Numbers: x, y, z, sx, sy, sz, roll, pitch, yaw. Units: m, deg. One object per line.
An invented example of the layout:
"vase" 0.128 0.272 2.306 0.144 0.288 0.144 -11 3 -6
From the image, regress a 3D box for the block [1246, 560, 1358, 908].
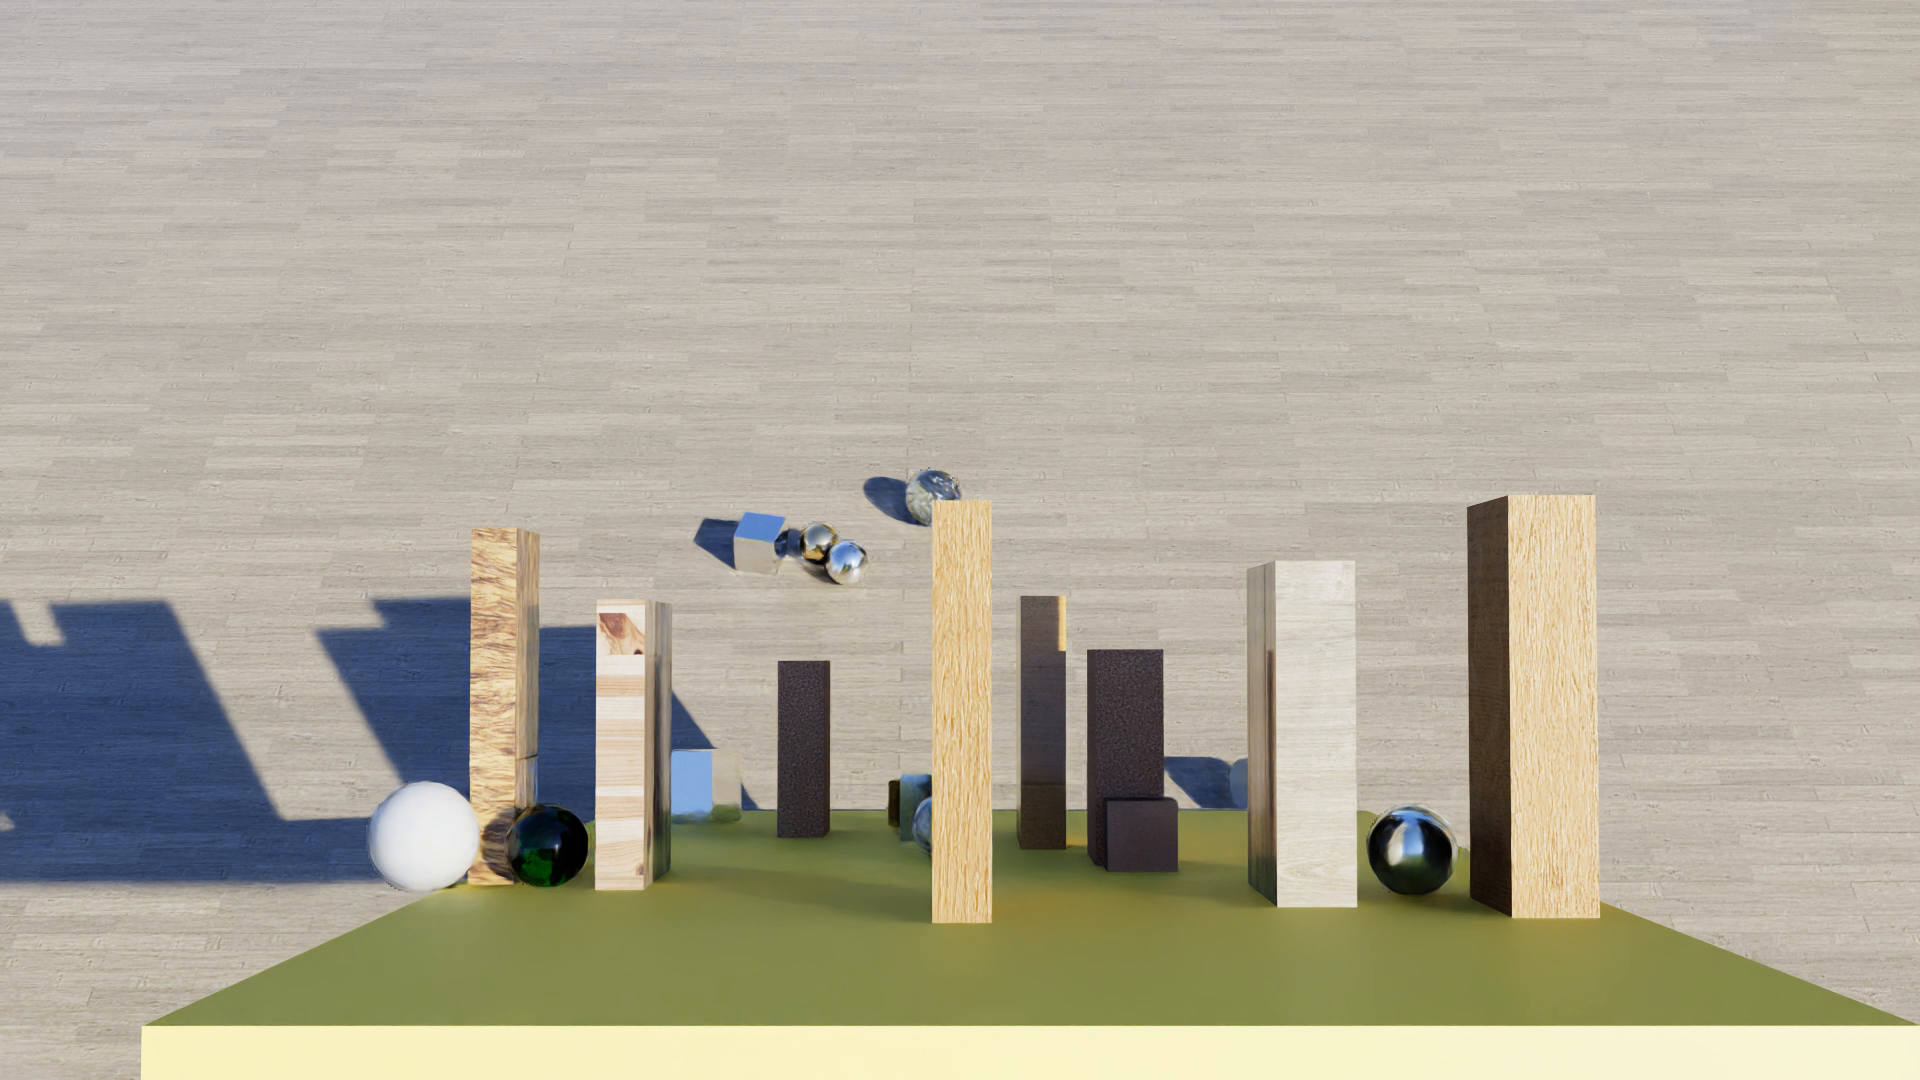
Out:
"block" 0.589 0.329 4.522 0.132 0.572 0.438 0 -2 0

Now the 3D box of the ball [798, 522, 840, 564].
"ball" -0.427 0.011 7.890 0.126 0.126 0.126 0 37 0

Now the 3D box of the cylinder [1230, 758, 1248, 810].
"cylinder" 0.816 0.650 6.943 0.138 0.138 0.138 2 33 -27

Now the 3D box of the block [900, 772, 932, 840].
"block" -0.061 0.602 5.906 0.147 0.147 0.147 0 -2 -2

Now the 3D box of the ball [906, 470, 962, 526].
"ball" -0.082 -0.131 8.038 0.175 0.175 0.175 0 37 0

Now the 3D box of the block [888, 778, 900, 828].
"block" -0.101 0.636 6.299 0.113 0.113 0.113 -1 -3 17

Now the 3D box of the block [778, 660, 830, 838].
"block" -0.362 0.482 6.061 0.106 0.401 0.294 0 -2 0

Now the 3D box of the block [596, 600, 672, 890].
"block" -0.603 0.372 4.830 0.085 0.514 0.435 0 -2 0

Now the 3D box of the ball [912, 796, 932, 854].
"ball" -0.034 0.586 5.338 0.130 0.130 0.130 0 37 0

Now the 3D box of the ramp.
"ramp" 0.081 0.683 4.918 2.000 0.100 4.000 0 -2 0

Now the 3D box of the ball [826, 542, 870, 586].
"ball" -0.339 0.069 7.806 0.132 0.132 0.132 0 37 0

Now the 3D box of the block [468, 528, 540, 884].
"block" -0.847 0.306 4.844 0.082 0.646 0.260 0 -2 0

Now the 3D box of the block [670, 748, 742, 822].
"block" -0.666 0.616 6.541 0.174 0.174 0.174 -1 -3 19

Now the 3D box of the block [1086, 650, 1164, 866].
"block" 0.334 0.436 5.293 0.134 0.426 0.344 0 -2 0

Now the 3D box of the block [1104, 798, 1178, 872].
"block" 0.350 0.571 5.048 0.134 0.134 0.134 0 -2 0

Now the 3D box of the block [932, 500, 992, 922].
"block" 0.003 0.274 4.252 0.093 0.658 0.394 0 -2 0

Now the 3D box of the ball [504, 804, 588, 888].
"ball" -0.739 0.547 4.653 0.149 0.149 0.149 0 37 0

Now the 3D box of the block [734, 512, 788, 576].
"block" -0.604 0.013 7.884 0.129 0.129 0.129 8 38 10

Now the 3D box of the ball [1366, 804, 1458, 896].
"ball" 0.783 0.536 4.498 0.156 0.156 0.156 0 37 0

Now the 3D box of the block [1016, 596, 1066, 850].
"block" 0.178 0.399 5.777 0.097 0.541 0.435 0 -2 0

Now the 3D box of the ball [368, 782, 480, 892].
"ball" -0.954 0.528 4.630 0.197 0.197 0.197 0 37 0

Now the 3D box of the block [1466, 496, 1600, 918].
"block" 0.943 0.271 4.299 0.139 0.670 0.338 0 -2 0
